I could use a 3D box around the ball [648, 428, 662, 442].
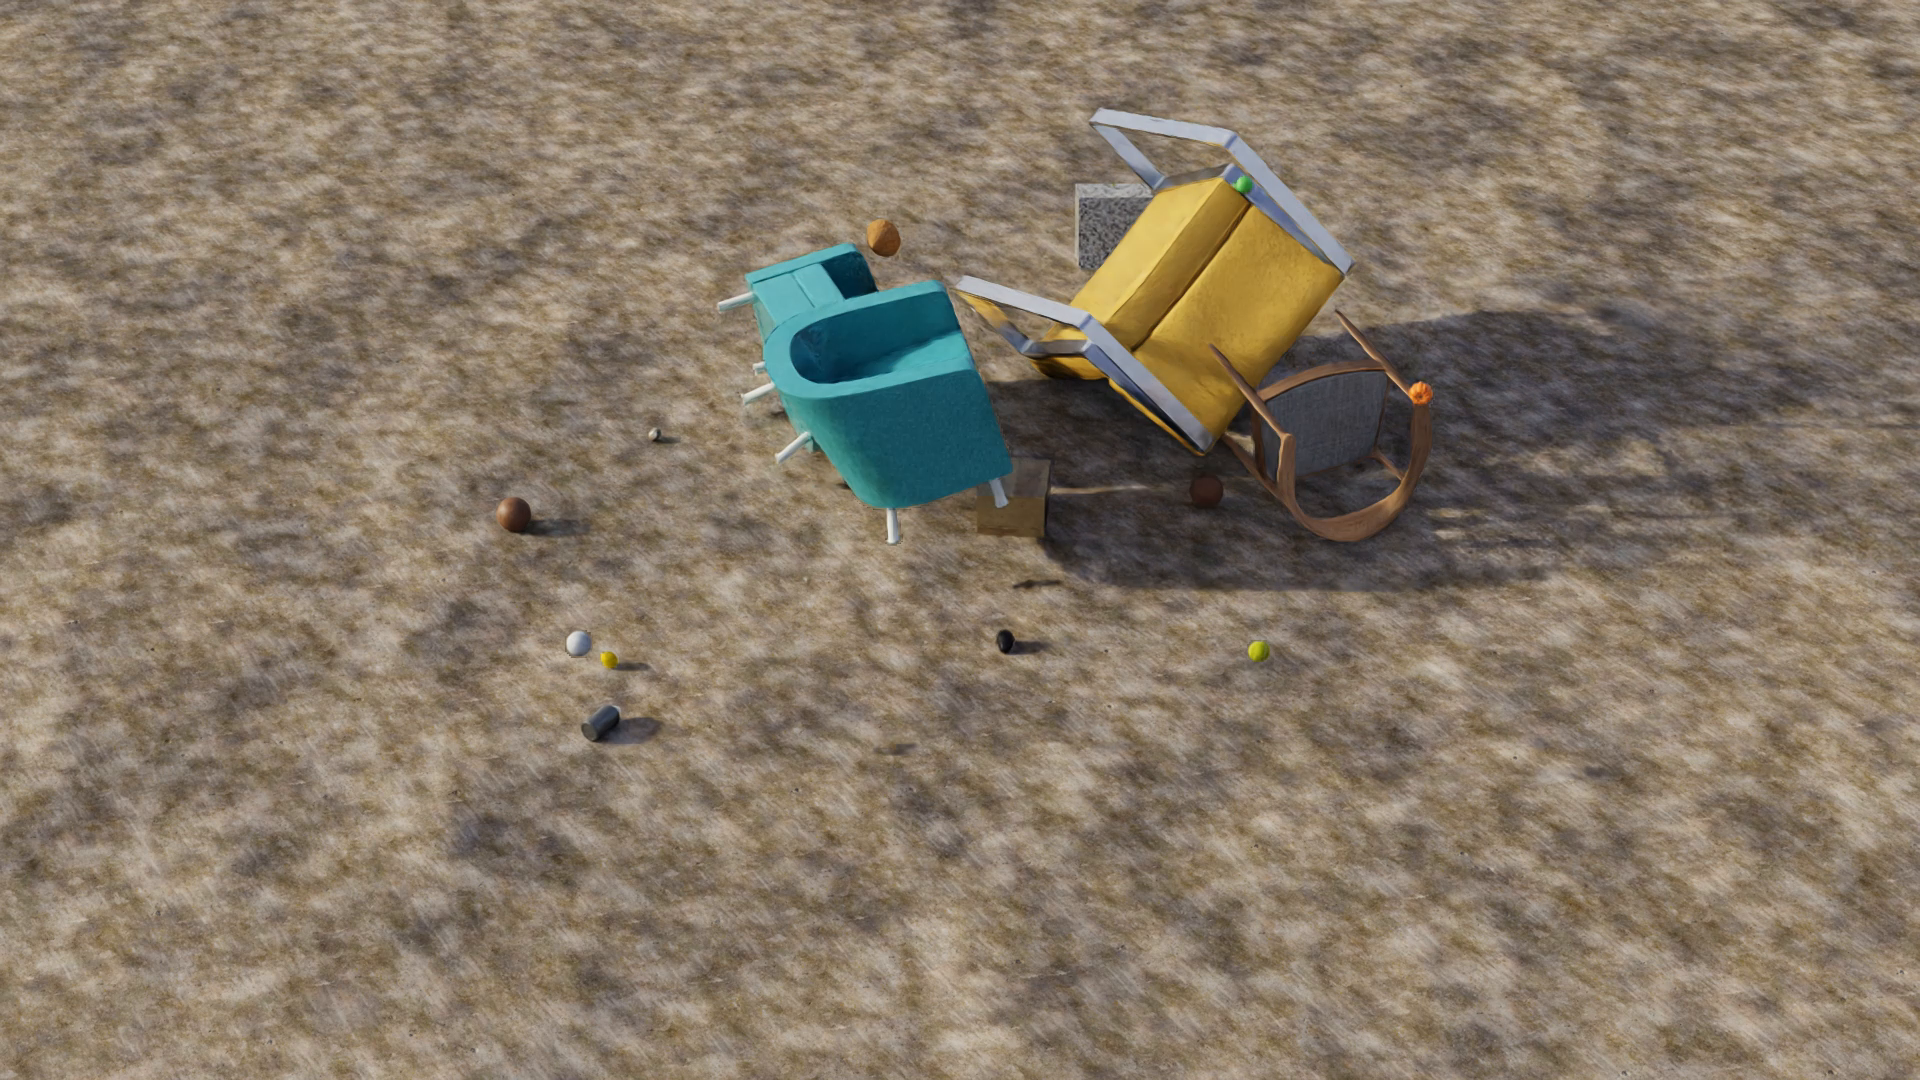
[{"bbox_3d":[-1.199,-0.414,11.525,0.052,0.052,0.052,0,33,0],"label":"ball"}]

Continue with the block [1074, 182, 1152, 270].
[{"bbox_3d":[0.661,-1.354,12.652,0.311,0.314,0.310,-1,19,-1],"label":"block"}]

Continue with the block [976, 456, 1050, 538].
[{"bbox_3d":[0.203,-0.163,11.033,0.253,0.175,0.276,3,34,5],"label":"block"}]

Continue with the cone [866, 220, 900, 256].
[{"bbox_3d":[-0.336,-1.206,11.919,0.149,0.163,0.130,-3,24,24],"label":"cone"}]

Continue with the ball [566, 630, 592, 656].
[{"bbox_3d":[-1.249,0.339,9.612,0.082,0.082,0.082,0,33,0],"label":"ball"}]

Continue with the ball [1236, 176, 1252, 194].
[{"bbox_3d":[1.086,-1.356,11.199,0.065,0.065,0.065,0,33,0],"label":"ball"}]
